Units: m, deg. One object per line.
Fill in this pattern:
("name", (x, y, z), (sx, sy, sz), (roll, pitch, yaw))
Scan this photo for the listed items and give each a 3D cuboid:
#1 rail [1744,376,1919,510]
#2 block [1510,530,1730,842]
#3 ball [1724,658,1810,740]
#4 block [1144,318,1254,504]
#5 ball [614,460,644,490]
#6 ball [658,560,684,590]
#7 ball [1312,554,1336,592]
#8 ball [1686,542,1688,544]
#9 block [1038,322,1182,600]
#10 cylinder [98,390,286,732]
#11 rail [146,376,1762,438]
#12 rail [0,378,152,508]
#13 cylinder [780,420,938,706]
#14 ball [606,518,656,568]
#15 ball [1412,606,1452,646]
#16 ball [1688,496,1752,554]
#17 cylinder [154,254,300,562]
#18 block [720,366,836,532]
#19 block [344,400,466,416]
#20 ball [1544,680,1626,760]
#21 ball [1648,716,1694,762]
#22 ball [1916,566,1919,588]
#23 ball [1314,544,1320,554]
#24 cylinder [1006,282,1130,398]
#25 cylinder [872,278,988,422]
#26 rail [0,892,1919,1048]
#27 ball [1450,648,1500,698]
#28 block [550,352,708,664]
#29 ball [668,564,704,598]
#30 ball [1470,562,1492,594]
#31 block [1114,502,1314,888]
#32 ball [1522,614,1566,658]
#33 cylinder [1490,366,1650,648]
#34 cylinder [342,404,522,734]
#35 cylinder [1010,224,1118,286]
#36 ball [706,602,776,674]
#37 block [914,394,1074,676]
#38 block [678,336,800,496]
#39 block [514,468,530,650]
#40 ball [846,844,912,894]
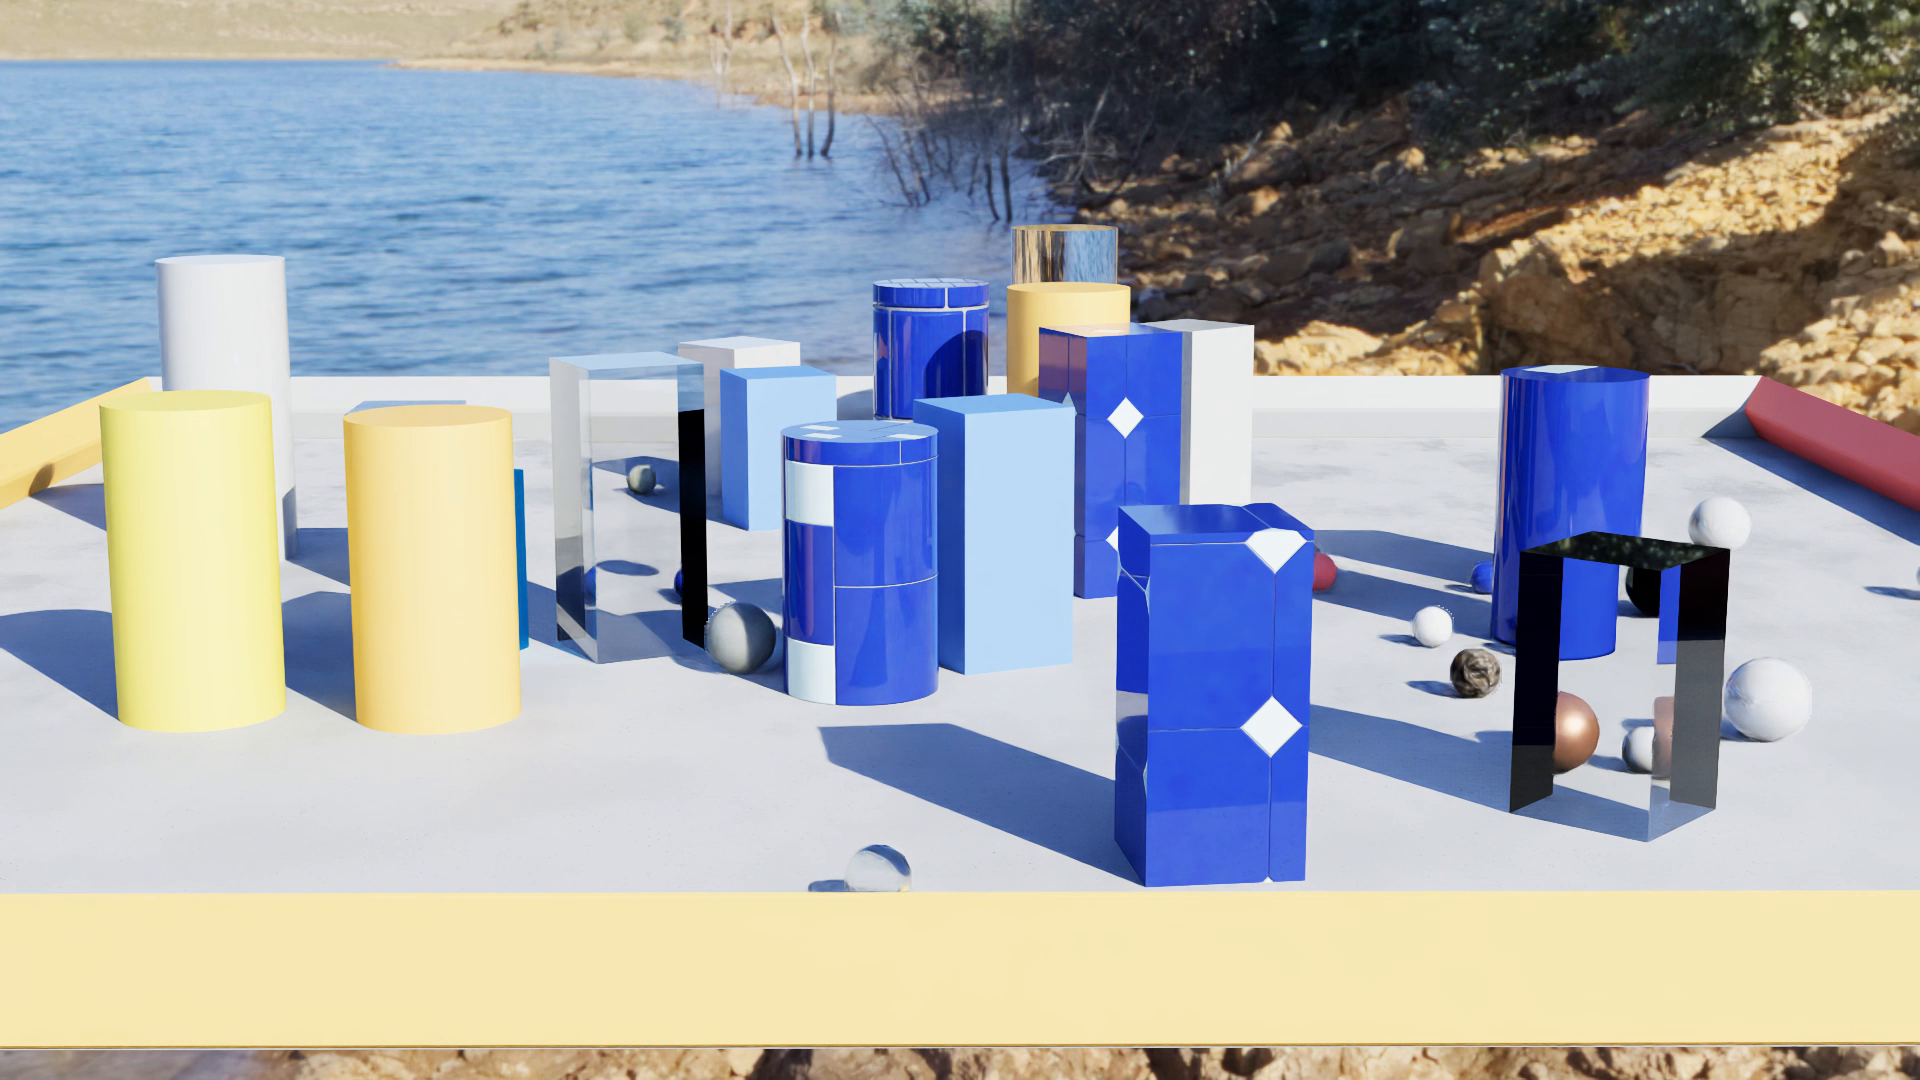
("rail", (1.547, 0.029, 3.459), (0.045, 0.119, 3.144), (0, 11, 0))
("block", (0.641, 0.138, 2.494), (0.146, 0.261, 0.146), (9, 14, 40))
("ball", (0.873, 0.172, 2.776), (0.090, 0.090, 0.090), (0, 11, 0))
("block", (0.373, -0.200, 4.184), (0.146, 0.303, 0.146), (-10, 14, -41))
("ball", (-0.567, -0.111, 4.395), (0.051, 0.051, 0.051), (0, 11, 0))
("ball", (-0.397, 0.049, 3.560), (0.044, 0.044, 0.044), (0, 11, 0))
("ball", (0.496, 0.045, 3.559), (0.053, 0.053, 0.053), (0, 11, 0))
("ball", (0.965, 0.049, 3.432), (0.091, 0.091, 0.091), (0, 11, 0))
("block", (0.206, -0.113, 3.568), (0.146, 0.360, 0.146), (-5, 12, -24))
("cylinder", (-0.857, 0.020, 2.871), (0.183, 0.355, 0.183), (0, 11, 0))
("rail", (-0.009, -0.255, 4.972), (3.142, 0.119, 0.045), (0, 11, 0))
("rail", (-1.547, 0.032, 3.441), (0.045, 0.119, 3.144), (0, 11, 0))
("cylinder", (-0.116, 0.024, 2.989), (0.183, 0.304, 0.183), (0, 11, 0))
("ball", (-0.477, 0.004, 3.721), (0.072, 0.072, 0.072), (0, 11, 0))
("ball", (0.593, 0.109, 3.223), (0.050, 0.050, 0.050), (0, 11, 0))
("ball", (1.127, -0.021, 3.805), (0.090, 0.090, 0.090), (0, 11, 0))
("cylinder", (-1.078, -0.193, 3.777), (0.183, 0.439, 0.183), (0, 11, 0))
("block", (-0.289, -0.148, 4.083), (0.146, 0.239, 0.146), (-4, 11, -21))
("block", (-0.780, -0.067, 3.639), (0.146, 0.244, 0.146), (0, 11, -3))
("ball", (0.657, 0.190, 2.698), (0.084, 0.084, 0.084), (0, 11, 0))
("ball", (0.747, 0.209, 2.696), (0.048, 0.048, 0.048), (0, 11, 0))
("ball", (1.337, 0.050, 3.491), (0.068, 0.068, 0.068), (0, 11, 0))
("ball", (0.496, 0.023, 3.694), (0.046, 0.046, 0.046), (0, 11, 0))
("cylinder", (0.160, -0.180, 3.830), (0.183, 0.394, 0.183), (0, 11, 0))
("cylinder", (-0.046, -0.216, 4.062), (0.183, 0.380, 0.183), (0, 11, 0))
("rail", (0.009, 0.316, 1.928), (3.142, 0.119, 0.045), (0, 11, 0))
("ball", (0.595, 0.153, 2.964), (0.058, 0.058, 0.058), (0, 11, 0))
("block", (-0.412, -0.044, 3.193), (0.146, 0.361, 0.146), (-6, 12, -27))
("ball", (-0.374, 0.056, 3.508), (0.049, 0.049, 0.049), (0, 11, 0))
("ball", (0.726, 0.053, 3.542), (0.043, 0.043, 0.043), (0, 11, 0))
("block", (0.228, 0.137, 2.338), (0.146, 0.320, 0.146), (-1, 11, -7))
("ball", (0.720, 0.118, 3.165), (0.054, 0.054, 0.054), (0, 11, 0))
("cylinder", (0.770, -0.042, 3.244), (0.183, 0.339, 0.183), (0, 11, 0))
("cylinder", (-0.587, 0.029, 2.863), (0.183, 0.339, 0.183), (0, 11, 0))
("cylinder", (0.178, -0.314, 4.412), (0.183, 0.444, 0.183), (0, 11, 0))
("ball", (-0.264, 0.118, 3.082), (0.085, 0.085, 0.085), (0, 11, 0))
("block", (0.040, -0.011, 3.141), (0.146, 0.315, 0.146), (-5, 12, -25))
("block", (-0.376, -0.212, 4.387), (0.146, 0.252, 0.146), (10, 15, 43))
("block", (-0.637, 0.031, 3.163), (0.146, 0.226, 0.146), (4, 11, 22))
("ball", (-0.070, 0.293, 2.222), (0.058, 0.058, 0.058), (0, 11, 0))
